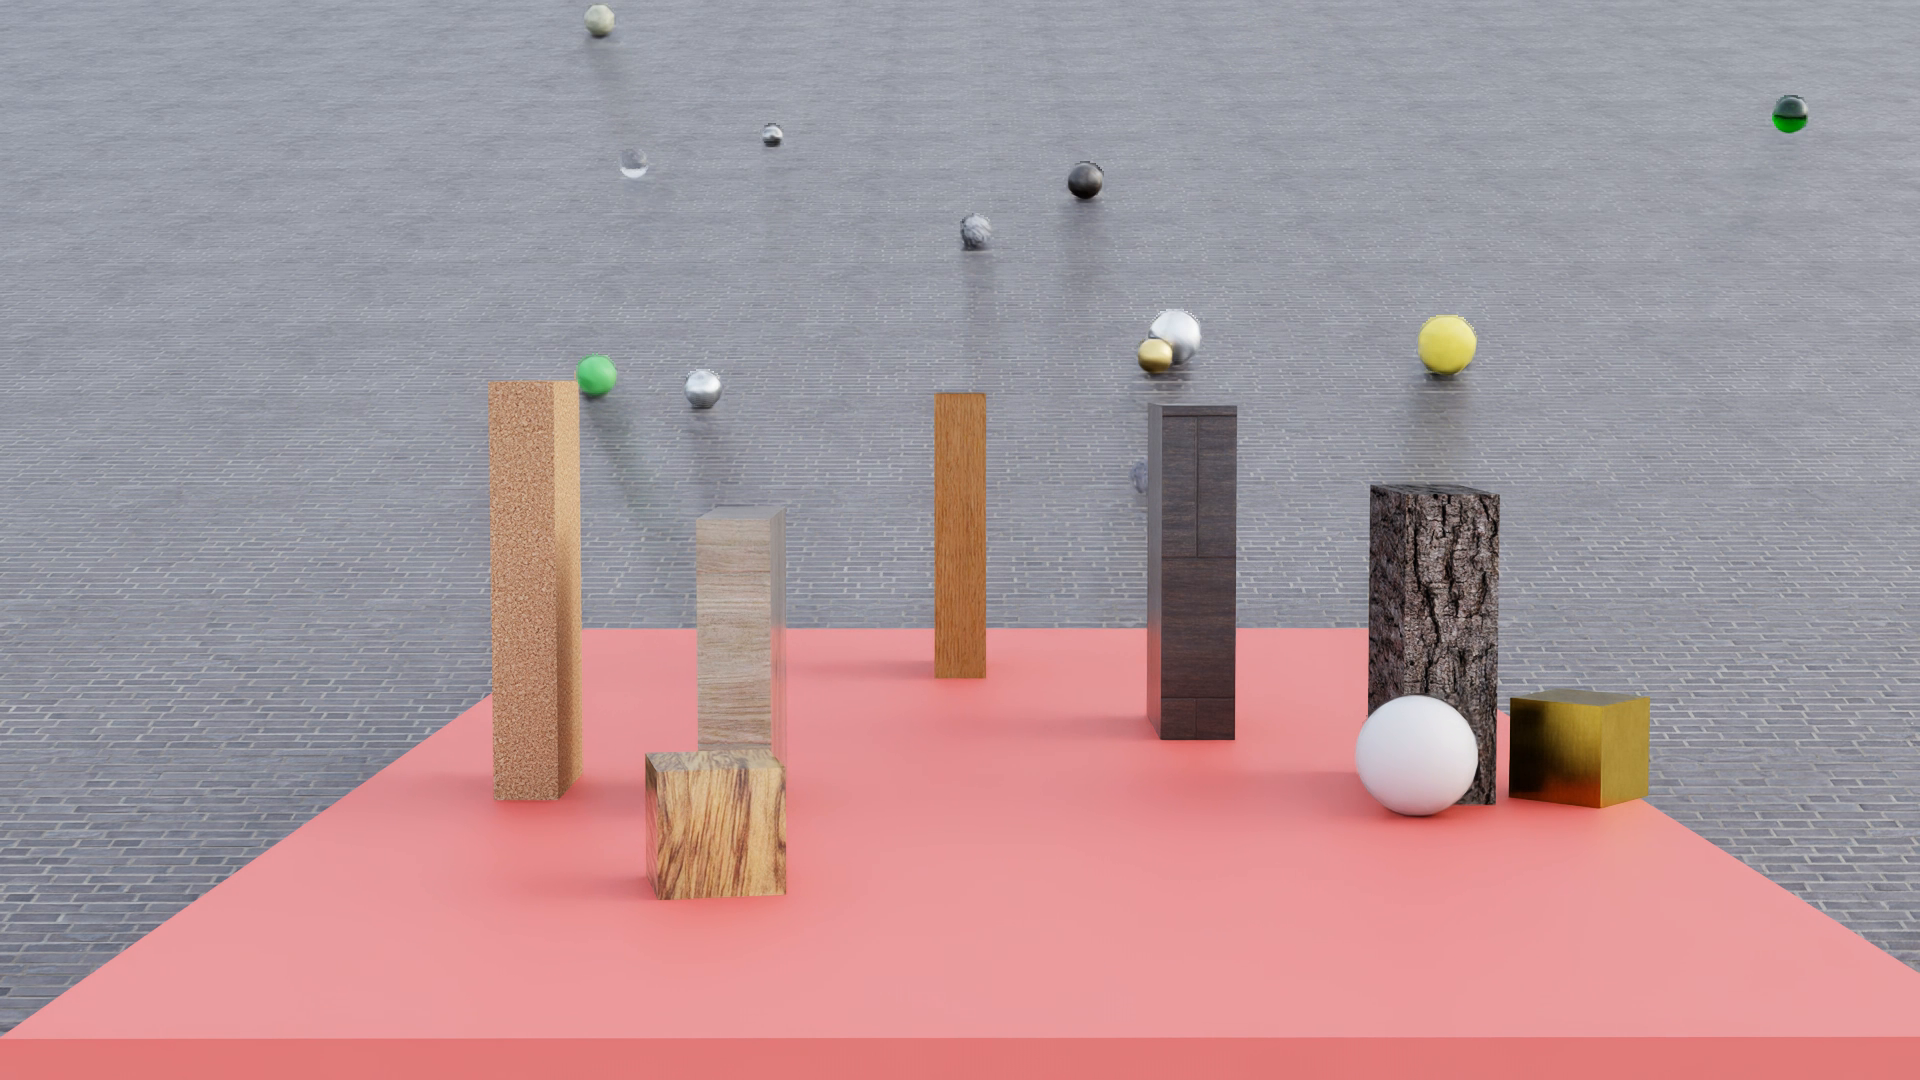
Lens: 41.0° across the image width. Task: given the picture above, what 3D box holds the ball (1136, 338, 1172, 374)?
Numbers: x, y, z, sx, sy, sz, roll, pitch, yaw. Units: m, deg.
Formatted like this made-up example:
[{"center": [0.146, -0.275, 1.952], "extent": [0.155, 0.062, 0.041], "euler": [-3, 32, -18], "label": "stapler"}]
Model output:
[{"center": [0.694, -0.655, 9.145], "extent": [0.127, 0.127, 0.127], "euler": [0, 19, 0], "label": "ball"}]

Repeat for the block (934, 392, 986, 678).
[{"center": [0.000, -0.018, 5.631], "extent": [0.110, 0.608, 0.336], "euler": [0, 4, 0], "label": "block"}]

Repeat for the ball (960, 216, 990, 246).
[{"center": [0.067, -1.337, 11.089], "extent": [0.127, 0.127, 0.127], "euler": [0, 19, 0], "label": "ball"}]

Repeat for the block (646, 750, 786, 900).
[{"center": [-0.314, 0.362, 3.287], "extent": [0.161, 0.161, 0.161], "euler": [-1, 4, -12], "label": "block"}]

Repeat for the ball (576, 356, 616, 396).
[{"center": [-1.257, -0.568, 8.878], "extent": [0.138, 0.138, 0.138], "euler": [0, 19, 0], "label": "ball"}]

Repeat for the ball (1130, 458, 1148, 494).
[{"center": [0.579, -0.198, 7.860], "extent": [0.112, 0.112, 0.112], "euler": [0, 19, 0], "label": "ball"}]

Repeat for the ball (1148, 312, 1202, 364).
[{"center": [0.775, -0.731, 9.263], "extent": [0.190, 0.190, 0.190], "euler": [0, 19, 0], "label": "ball"}]

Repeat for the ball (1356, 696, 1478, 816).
[{"center": [0.676, 0.319, 3.796], "extent": [0.178, 0.178, 0.178], "euler": [0, 19, 0], "label": "ball"}]

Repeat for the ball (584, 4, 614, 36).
[{"center": [-2.383, -3.434, 16.961], "extent": [0.203, 0.203, 0.203], "euler": [0, 19, 0], "label": "ball"}]

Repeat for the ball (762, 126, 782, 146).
[{"center": [-0.969, -2.086, 13.260], "extent": [0.106, 0.106, 0.106], "euler": [0, 19, 0], "label": "ball"}]

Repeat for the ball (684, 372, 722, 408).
[{"center": [-0.874, -0.512, 8.737], "extent": [0.126, 0.126, 0.126], "euler": [0, 19, 0], "label": "ball"}]

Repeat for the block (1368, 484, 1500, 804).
[{"center": [0.741, 0.155, 4.043], "extent": [0.141, 0.471, 0.337], "euler": [0, 4, 0], "label": "block"}]

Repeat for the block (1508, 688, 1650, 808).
[{"center": [0.956, 0.319, 3.961], "extent": [0.155, 0.155, 0.155], "euler": [3, 5, 42], "label": "block"}]

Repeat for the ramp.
[{"center": [0.045, 0.409, 4.537], "extent": [2.000, 0.100, 4.000], "euler": [0, 4, 0], "label": "ramp"}]

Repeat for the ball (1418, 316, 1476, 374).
[{"center": [1.731, -0.692, 9.130], "extent": [0.206, 0.206, 0.206], "euler": [0, 19, 0], "label": "ball"}]

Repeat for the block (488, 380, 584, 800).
[{"center": [-0.667, 0.071, 4.050], "extent": [0.099, 0.641, 0.263], "euler": [0, 4, 0], "label": "block"}]

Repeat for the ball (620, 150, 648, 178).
[{"center": [-1.584, -1.822, 12.460], "extent": [0.137, 0.137, 0.137], "euler": [0, 19, 0], "label": "ball"}]

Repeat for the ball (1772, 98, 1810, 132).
[{"center": [4.410, -2.256, 13.623], "extent": [0.186, 0.186, 0.186], "euler": [0, 19, 0], "label": "ball"}]

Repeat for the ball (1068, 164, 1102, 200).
[{"center": [0.586, -1.678, 12.008], "extent": [0.164, 0.164, 0.164], "euler": [0, 19, 0], "label": "ball"}]

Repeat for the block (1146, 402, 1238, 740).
[{"center": [0.423, 0.048, 4.718], "extent": [0.132, 0.595, 0.336], "euler": [0, 4, 0], "label": "block"}]

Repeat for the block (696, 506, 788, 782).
[{"center": [-0.331, 0.179, 3.925], "extent": [0.108, 0.442, 0.346], "euler": [0, 4, 0], "label": "block"}]
